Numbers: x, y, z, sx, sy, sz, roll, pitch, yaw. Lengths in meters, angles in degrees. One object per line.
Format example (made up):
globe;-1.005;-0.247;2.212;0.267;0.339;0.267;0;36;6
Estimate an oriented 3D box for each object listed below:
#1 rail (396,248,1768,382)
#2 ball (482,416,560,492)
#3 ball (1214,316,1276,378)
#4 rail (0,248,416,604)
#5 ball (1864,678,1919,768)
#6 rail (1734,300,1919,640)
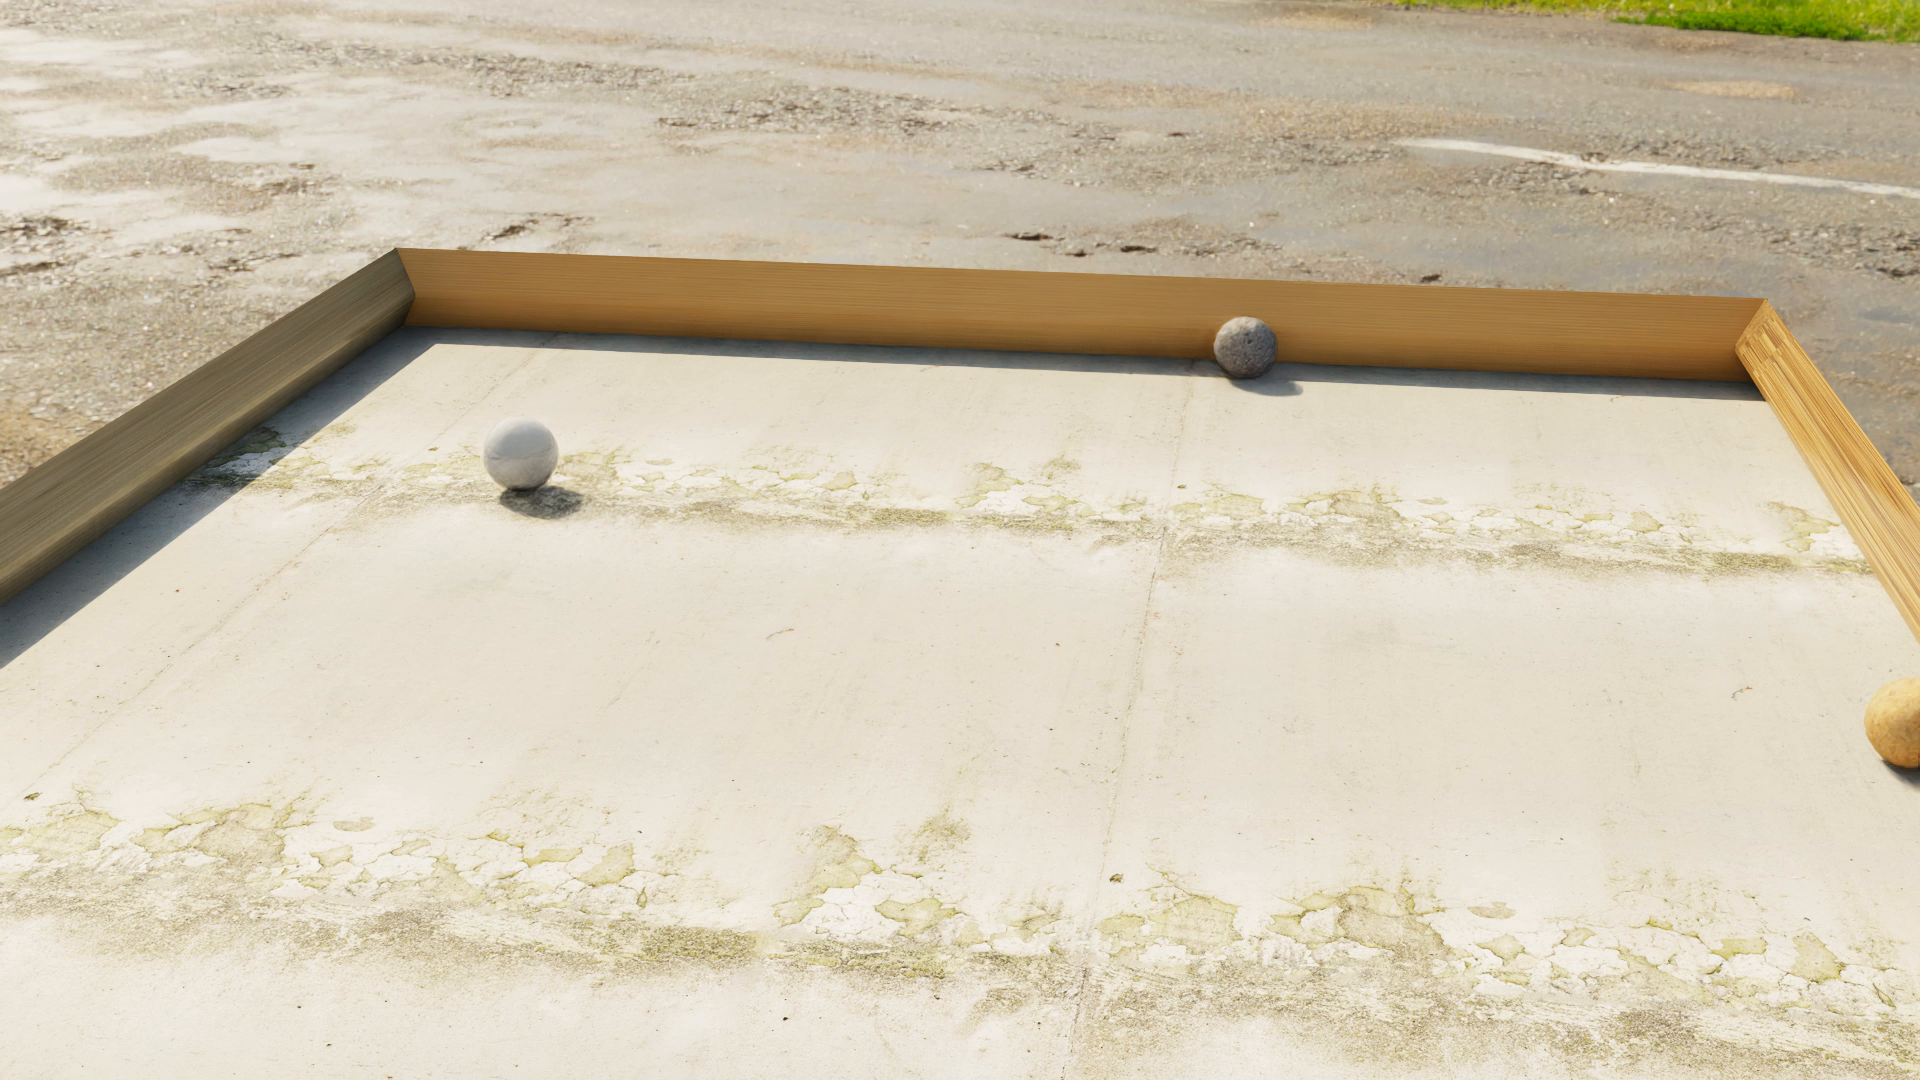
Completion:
rail;0.135;-0.340;3.334;2.087;0.124;0.045;3;21;8
ball;-0.556;-0.109;2.782;0.096;0.096;0.096;0;21;0
ball;0.420;-0.284;3.239;0.091;0.091;0.091;0;21;0
rail;-1.147;0.262;1.785;0.045;0.124;3.716;3;21;8
ball;0.899;0.172;2.073;0.086;0.086;0.086;0;21;0
rail;0.870;0.372;1.501;0.045;0.124;3.716;3;21;8
